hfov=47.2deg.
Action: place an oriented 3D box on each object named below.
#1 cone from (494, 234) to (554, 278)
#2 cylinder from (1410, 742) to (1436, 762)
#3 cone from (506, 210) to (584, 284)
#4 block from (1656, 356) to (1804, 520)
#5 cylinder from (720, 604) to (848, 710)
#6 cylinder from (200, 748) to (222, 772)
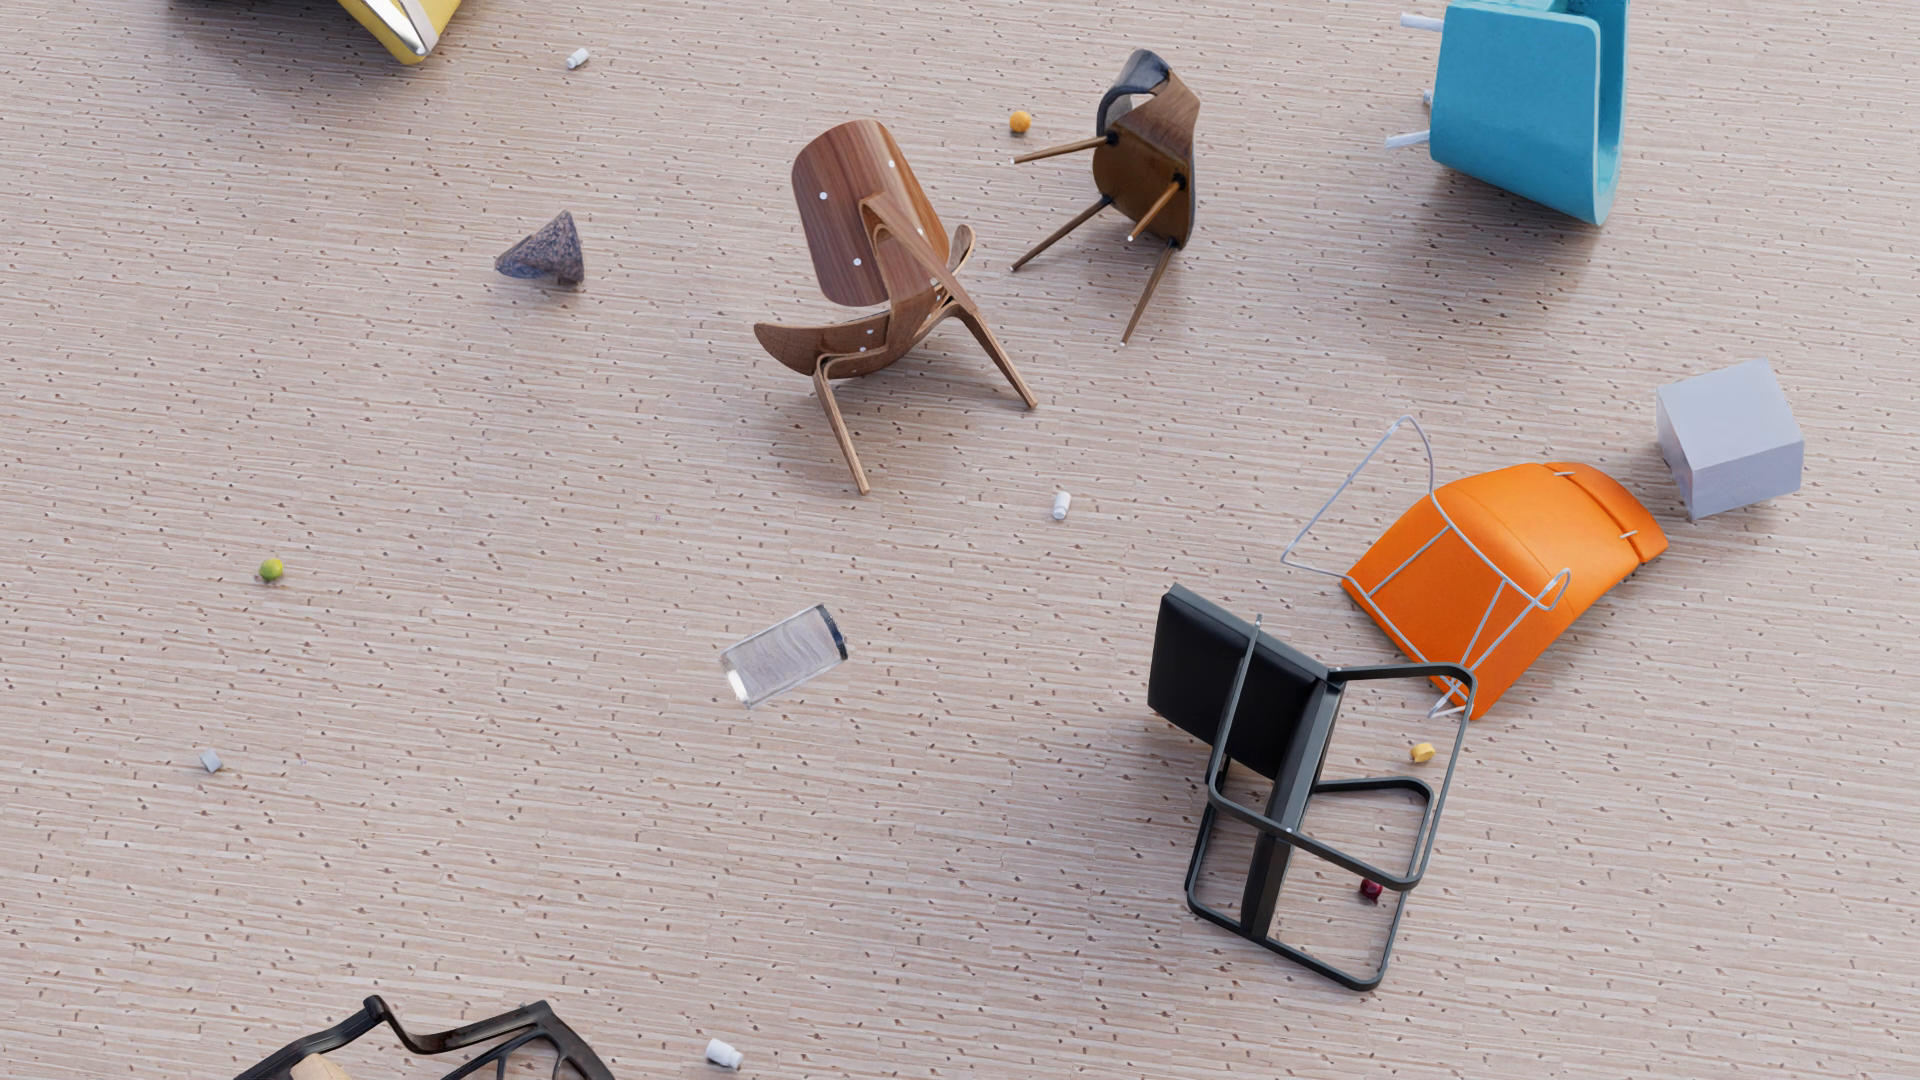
[{"bbox_3d":[-1.384,-0.948,7.134,0.273,0.126,0.151,-6,56,-4],"label":"cone"},{"bbox_3d":[1.292,0.593,6.140,0.074,0.054,0.028,-2,50,-37],"label":"cylinder"},{"bbox_3d":[-1.345,-0.921,7.045,0.223,0.172,0.242,-14,98,-22],"label":"cone"},{"bbox_3d":[2.292,-0.301,6.561,0.322,0.280,0.310,-16,56,8],"label":"block"},{"bbox_3d":[-0.500,0.330,6.246,0.312,0.176,0.183,-26,86,-17],"label":"cylinder"},{"bbox_3d":[-2.089,0.614,6.131,0.037,0.051,0.060,-37,72,-22],"label":"cylinder"}]
